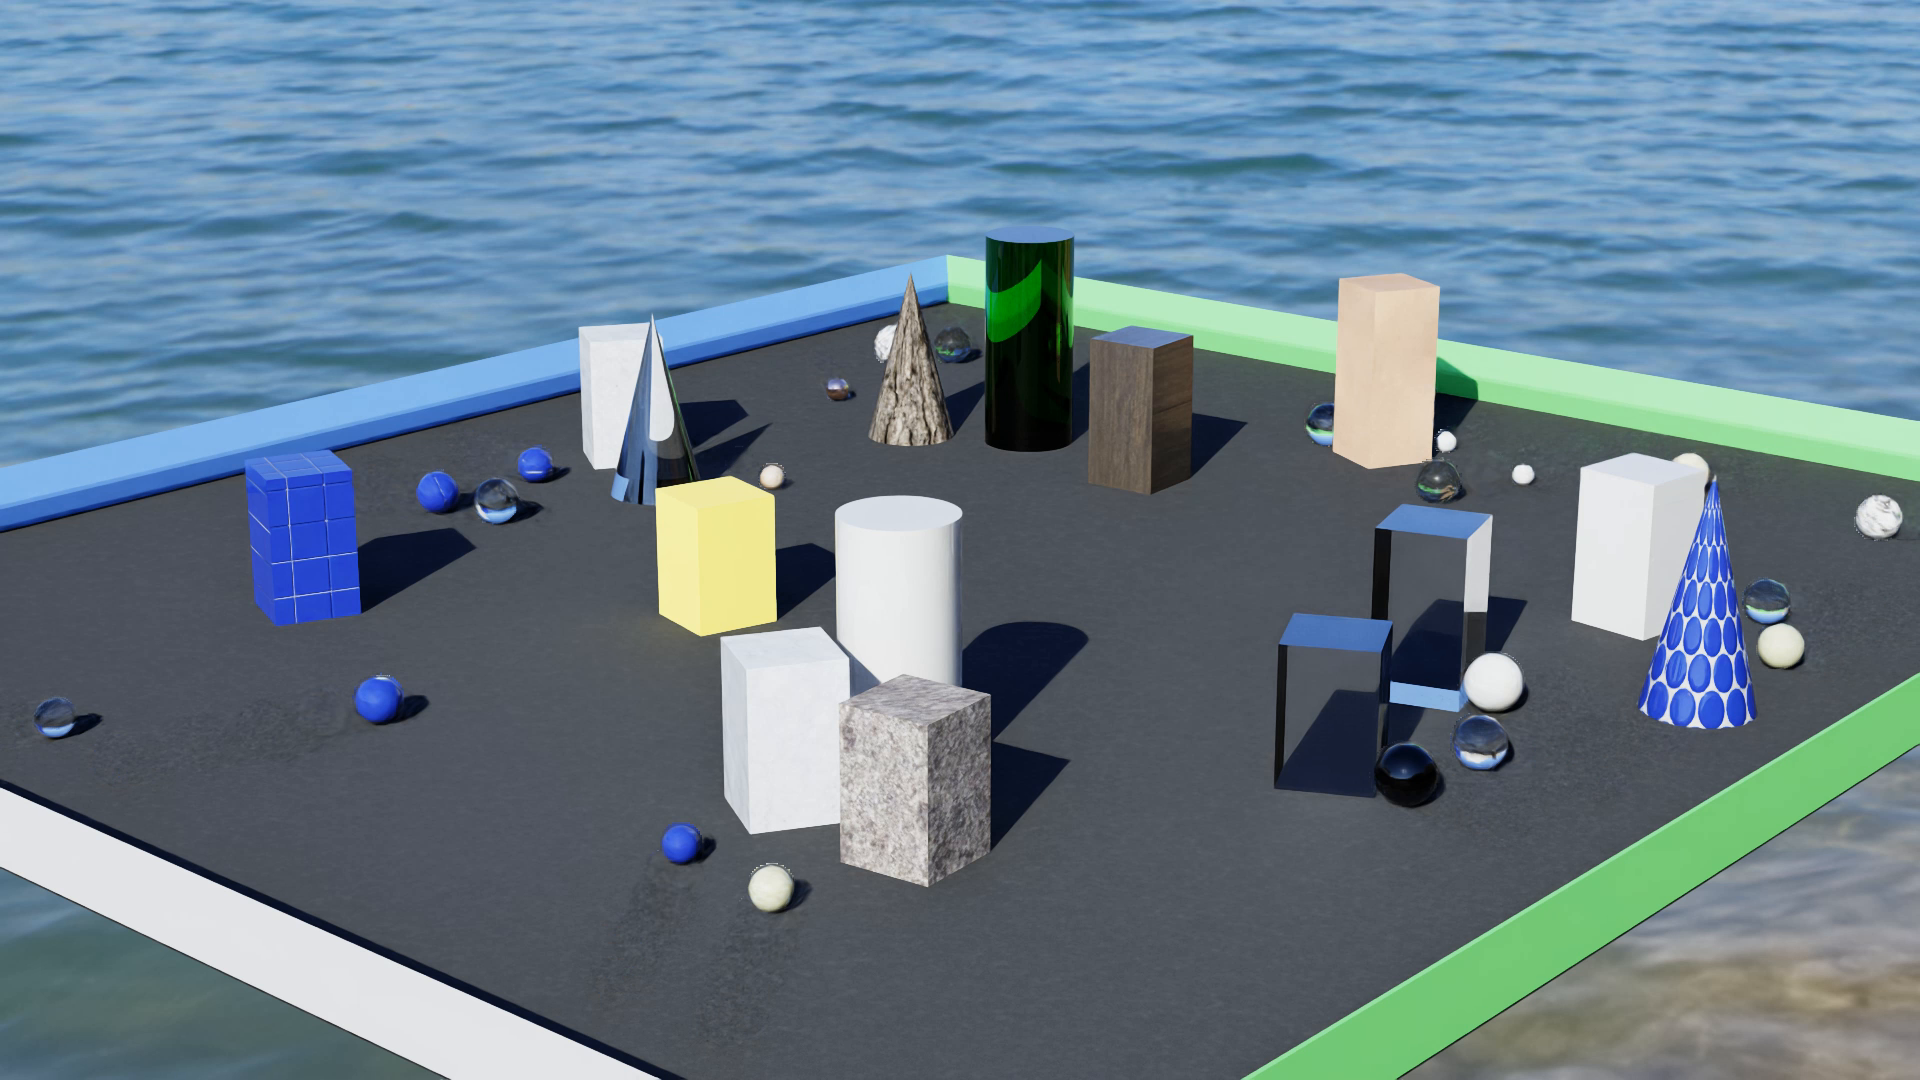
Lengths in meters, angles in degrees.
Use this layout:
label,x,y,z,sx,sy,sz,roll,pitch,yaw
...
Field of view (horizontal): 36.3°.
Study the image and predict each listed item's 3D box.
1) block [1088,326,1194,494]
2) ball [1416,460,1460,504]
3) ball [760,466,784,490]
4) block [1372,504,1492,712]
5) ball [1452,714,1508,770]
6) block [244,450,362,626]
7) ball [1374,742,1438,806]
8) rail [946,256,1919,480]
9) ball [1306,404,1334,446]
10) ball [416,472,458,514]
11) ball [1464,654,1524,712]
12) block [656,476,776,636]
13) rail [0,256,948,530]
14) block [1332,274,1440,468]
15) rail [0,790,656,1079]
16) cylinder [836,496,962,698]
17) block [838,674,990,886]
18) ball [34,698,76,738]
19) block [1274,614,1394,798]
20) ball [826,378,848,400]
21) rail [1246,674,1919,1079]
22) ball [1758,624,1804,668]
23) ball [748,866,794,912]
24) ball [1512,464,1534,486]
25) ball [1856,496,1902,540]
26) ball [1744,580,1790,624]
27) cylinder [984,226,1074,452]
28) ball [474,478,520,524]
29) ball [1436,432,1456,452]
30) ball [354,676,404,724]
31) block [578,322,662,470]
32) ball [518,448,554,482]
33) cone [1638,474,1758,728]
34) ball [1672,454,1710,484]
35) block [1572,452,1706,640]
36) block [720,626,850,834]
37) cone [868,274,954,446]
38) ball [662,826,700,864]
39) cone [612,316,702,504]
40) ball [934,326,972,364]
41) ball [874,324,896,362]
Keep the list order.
label,x,y,z,sx,sy,sz,roll,pitch,yaw
block,0.356,-0.258,5.773,0.146,0.292,0.146,12,21,34
ball,0.922,-0.113,5.654,0.084,0.084,0.084,0,17,0
ball,-0.368,-0.122,5.748,0.048,0.048,0.048,0,17,0
block,0.737,0.105,4.598,0.146,0.280,0.146,8,18,24
ball,0.764,0.297,4.305,0.081,0.081,0.081,0,17,0
block,-1.121,-0.005,5.003,0.146,0.256,0.146,-8,19,-26
ball,0.635,0.333,4.171,0.090,0.090,0.090,0,17,0
rail,1.151,-0.354,6.390,3.178,0.119,0.045,14,22,39
ball,0.761,-0.238,6.060,0.089,0.089,0.089,0,17,0
ball,-0.995,-0.091,5.589,0.079,0.079,0.079,0,17,0
ball,0.826,0.221,4.539,0.091,0.091,0.091,0,17,0
block,-0.412,0.026,4.961,0.146,0.222,0.146,-11,20,-32
rail,-1.182,-0.268,6.104,0.045,0.119,3.557,14,22,39
block,0.862,-0.344,5.938,0.146,0.362,0.146,-7,18,-21
rail,-1.151,0.414,3.853,3.178,0.119,0.045,14,22,39
cylinder,-0.088,0.149,4.259,0.183,0.392,0.183,0,17,0
block,-0.060,0.323,3.967,0.146,0.229,0.146,12,20,33
ball,-1.369,0.269,4.434,0.060,0.060,0.060,0,17,0
block,0.543,0.239,4.257,0.146,0.221,0.146,4,17,14
ball,-0.269,-0.330,6.432,0.049,0.049,0.049,0,17,0
rail,1.182,0.327,4.139,0.045,0.119,3.557,14,22,39
ball,1.326,0.172,4.735,0.073,0.073,0.073,0,17,0
ball,-0.246,0.455,3.822,0.060,0.060,0.060,0,17,0
ball,1.110,-0.128,5.779,0.042,0.042,0.042,0,17,0
ball,1.700,-0.041,5.423,0.082,0.082,0.082,0,17,0
ball,1.363,0.104,4.953,0.076,0.076,0.076,0,17,0
cylinder,0.143,-0.415,6.048,0.183,0.436,0.183,0,17,0
ball,-0.874,-0.074,5.524,0.086,0.086,0.086,0,17,0
ball,0.998,-0.201,6.018,0.042,0.042,0.042,0,17,0
ball,-0.890,0.245,4.493,0.072,0.072,0.072,0,17,0
block,-0.684,-0.293,5.946,0.146,0.261,0.146,-5,17,-15
ball,-0.839,-0.148,5.797,0.070,0.070,0.070,0,17,0
cone,1.147,0.081,4.509,0.183,0.378,0.183,0,17,0
ball,1.420,-0.129,5.715,0.080,0.080,0.080,0,17,0
block,1.142,0.009,4.935,0.146,0.268,0.146,-14,22,-40
block,-0.246,0.266,4.130,0.146,0.242,0.146,-6,18,-18
cone,-0.102,-0.388,6.109,0.183,0.348,0.183,0,17,0
ball,-0.378,0.413,3.974,0.052,0.052,0.052,0,17,0
cone,-0.592,-0.265,5.686,0.183,0.357,0.183,0,17,0
ball,-0.017,-0.450,6.768,0.085,0.085,0.085,0,17,0
ball,-0.151,-0.450,6.755,0.091,0.091,0.091,0,17,0
